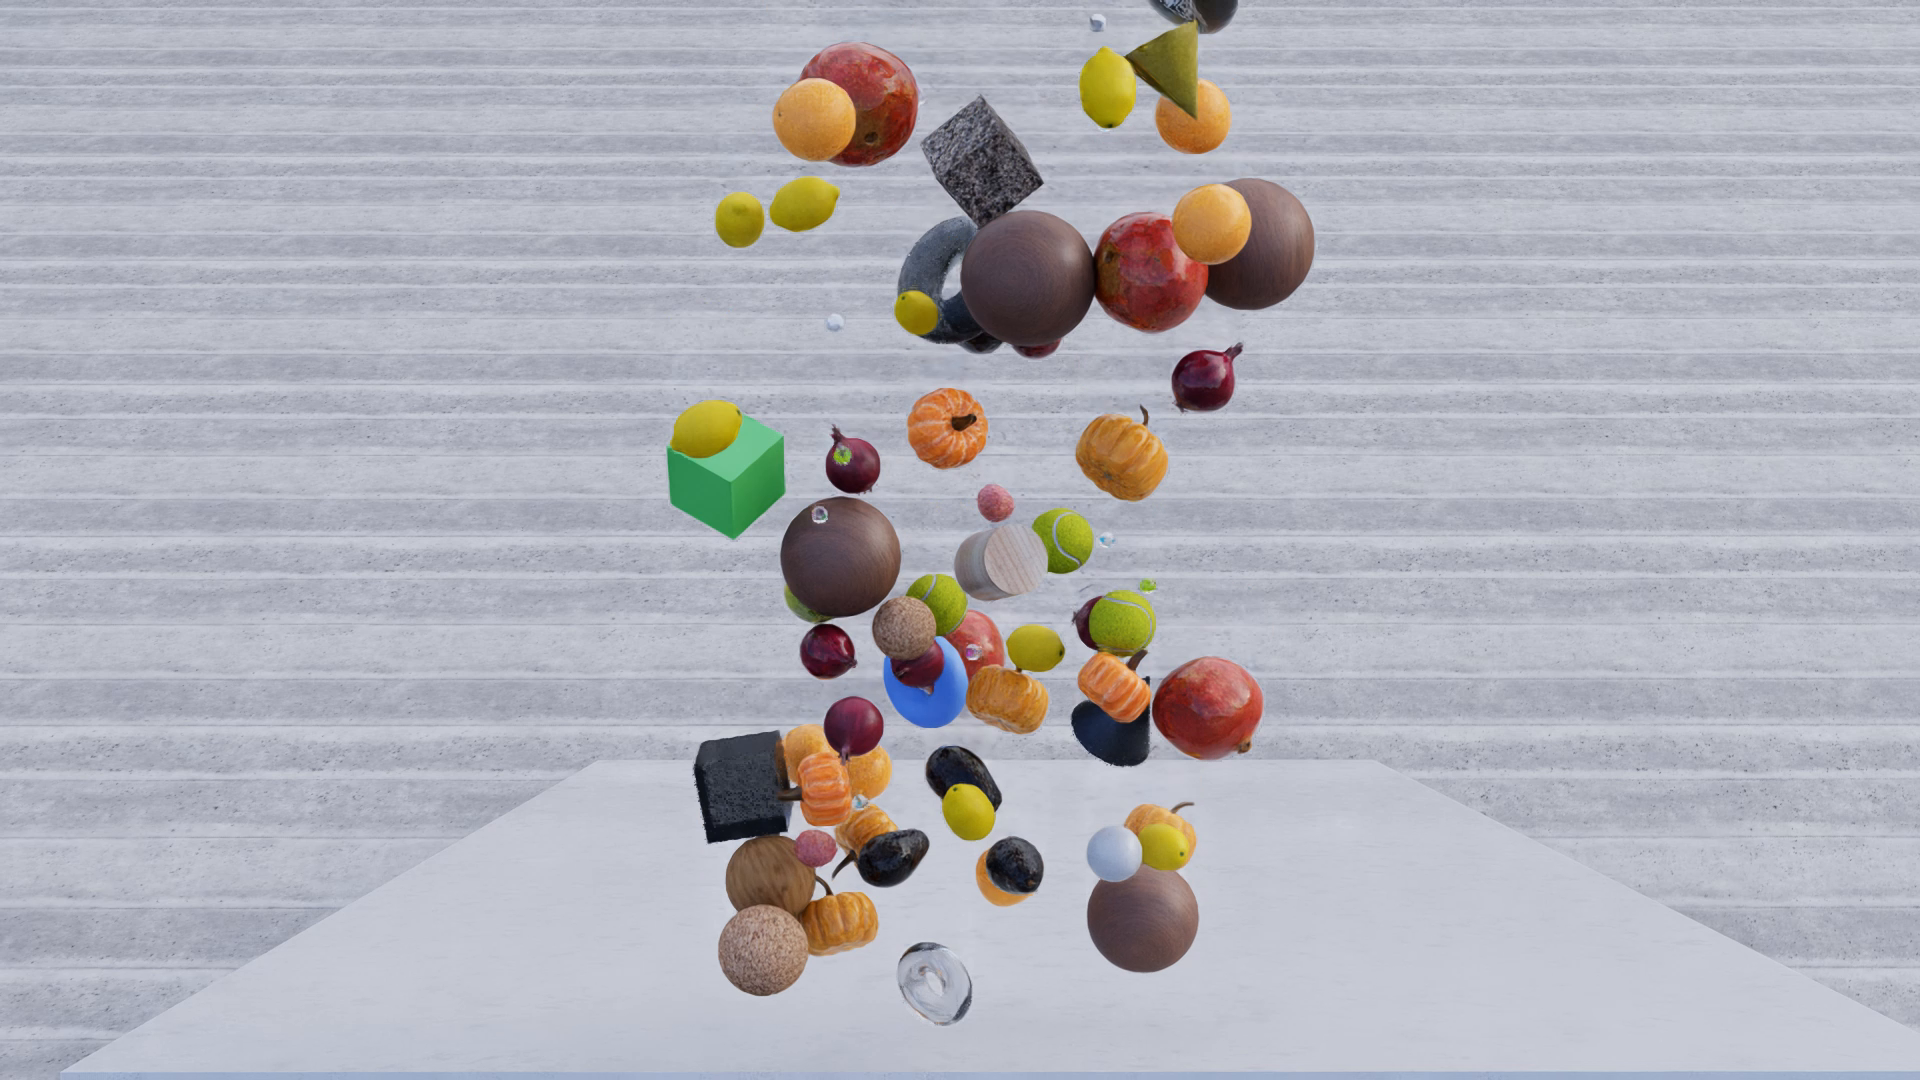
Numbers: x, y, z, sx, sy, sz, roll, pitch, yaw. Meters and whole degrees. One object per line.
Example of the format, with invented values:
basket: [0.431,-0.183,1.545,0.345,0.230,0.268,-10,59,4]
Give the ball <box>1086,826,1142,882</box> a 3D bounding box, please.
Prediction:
ball: [0.162,0.330,2.720,0.060,0.060,0.060,0,31,0]

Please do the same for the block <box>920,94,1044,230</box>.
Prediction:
block: [0.021,-0.375,2.579,0.079,0.079,0.079,-36,37,11]

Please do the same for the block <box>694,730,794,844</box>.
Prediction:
block: [-0.234,0.267,2.809,0.087,0.087,0.087,-9,14,2]

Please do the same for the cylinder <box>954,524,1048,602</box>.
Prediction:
cylinder: [0.039,0.022,2.492,0.068,0.068,0.068,-17,1,-26]

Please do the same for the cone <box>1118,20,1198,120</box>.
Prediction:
cone: [0.198,-0.417,2.353,0.080,0.080,0.080,-27,2,1]

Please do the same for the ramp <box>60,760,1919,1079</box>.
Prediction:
ramp: [0.068,0.608,4.676,2.000,0.100,4.000,0,0,0]

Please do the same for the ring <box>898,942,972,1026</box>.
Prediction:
ring: [-0.027,0.466,2.716,0.093,0.093,0.031,22,29,32]

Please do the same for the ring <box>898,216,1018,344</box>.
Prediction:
ring: [-0.003,-0.279,2.779,0.147,0.147,0.049,31,1,41]

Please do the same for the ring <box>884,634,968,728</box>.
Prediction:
ring: [-0.040,0.159,2.963,0.116,0.116,0.039,24,28,34]

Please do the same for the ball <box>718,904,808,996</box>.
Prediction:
ball: [-0.206,0.429,2.705,0.094,0.094,0.094,0,31,0]

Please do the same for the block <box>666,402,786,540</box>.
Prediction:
block: [-0.248,-0.074,2.747,0.087,0.087,0.087,29,52,23]

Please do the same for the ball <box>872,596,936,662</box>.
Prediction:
ball: [-0.060,0.095,2.762,0.069,0.069,0.069,0,31,0]

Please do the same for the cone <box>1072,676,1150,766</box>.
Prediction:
cone: [0.178,0.172,2.714,0.093,0.093,0.093,17,40,-15]

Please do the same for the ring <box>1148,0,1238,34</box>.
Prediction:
ring: [0.203,-0.525,2.402,0.044,0.131,0.131,-45,46,-13]

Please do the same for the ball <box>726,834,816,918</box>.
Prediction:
ball: [-0.205,0.367,2.797,0.098,0.098,0.098,0,31,0]
